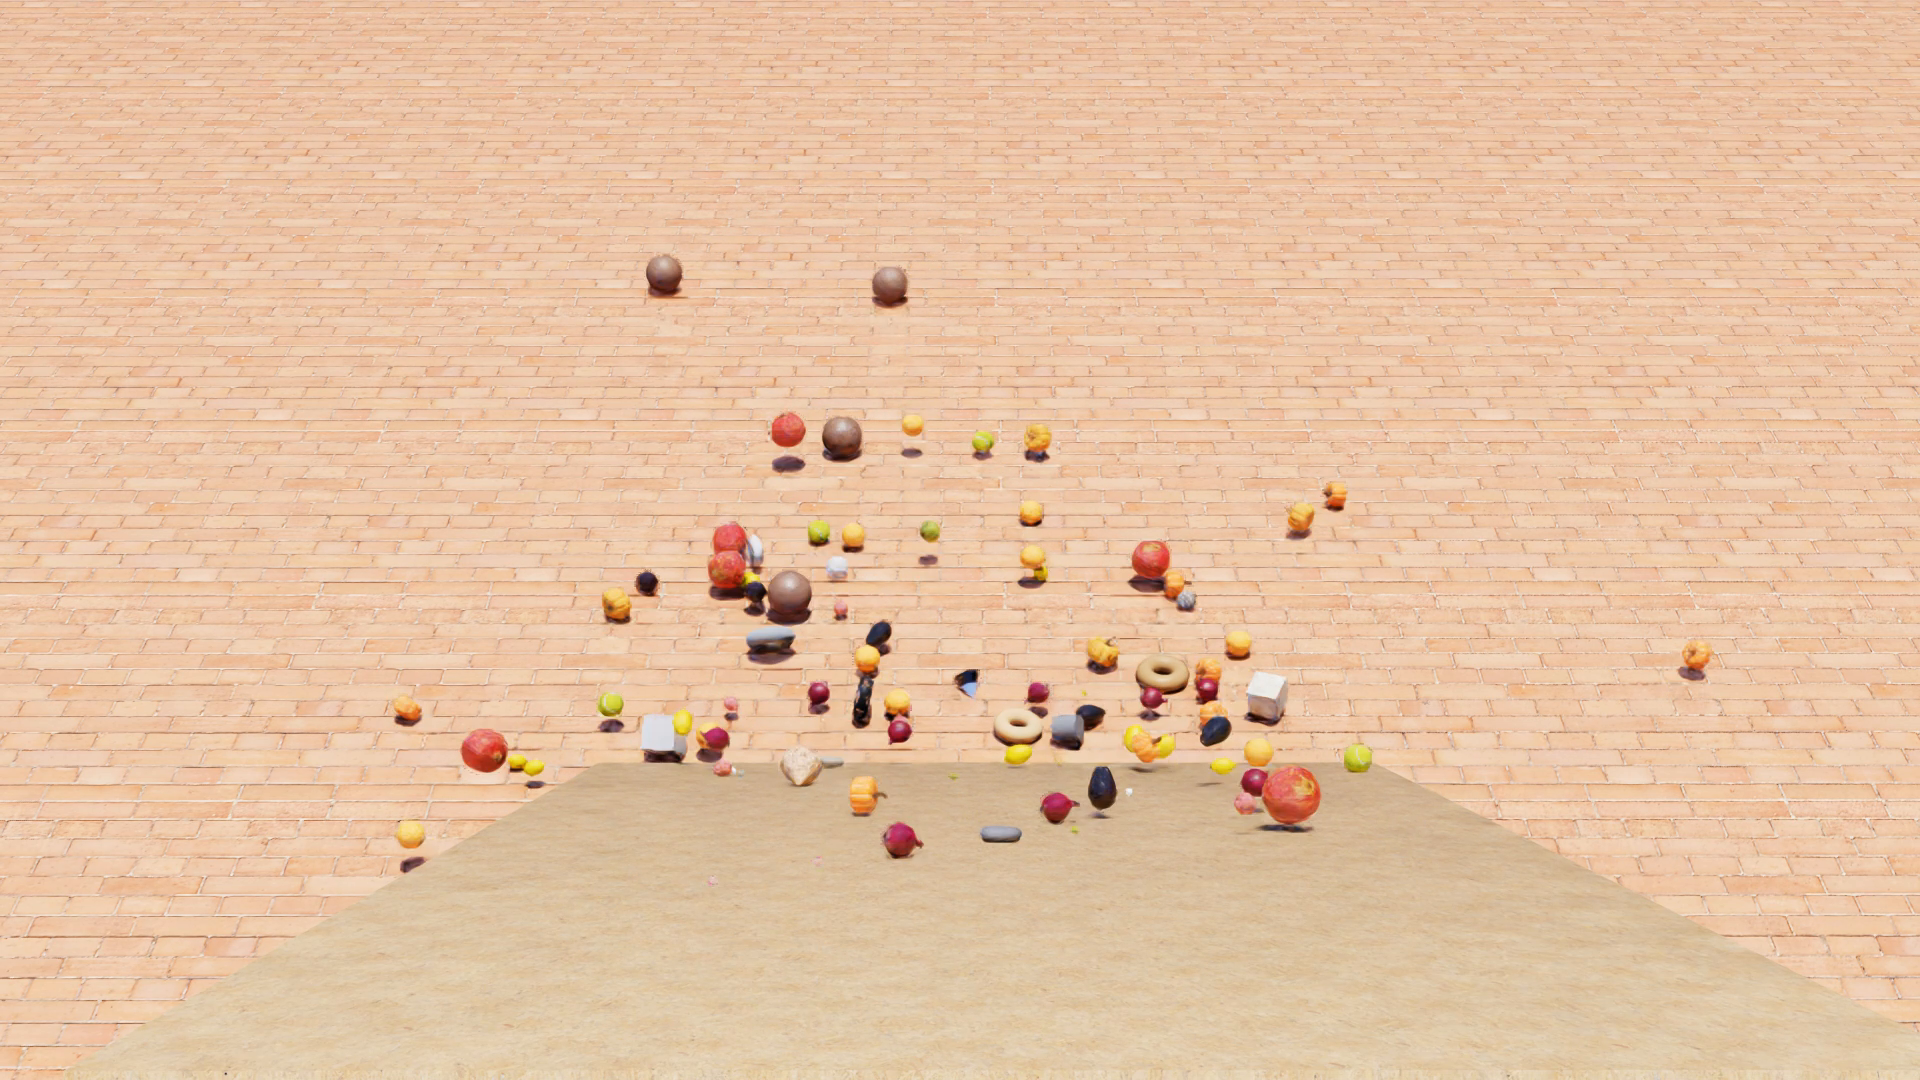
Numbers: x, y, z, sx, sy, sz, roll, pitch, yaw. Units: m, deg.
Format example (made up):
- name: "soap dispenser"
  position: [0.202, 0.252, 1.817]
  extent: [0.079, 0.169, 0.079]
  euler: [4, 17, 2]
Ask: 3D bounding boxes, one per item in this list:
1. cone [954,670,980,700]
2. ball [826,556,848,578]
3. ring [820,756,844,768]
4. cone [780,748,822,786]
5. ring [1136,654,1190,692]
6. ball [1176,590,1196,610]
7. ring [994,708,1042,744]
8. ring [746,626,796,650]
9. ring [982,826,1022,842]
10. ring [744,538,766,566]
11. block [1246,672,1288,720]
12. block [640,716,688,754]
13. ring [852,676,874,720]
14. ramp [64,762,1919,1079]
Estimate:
- name: "cone"
  position: [0.028, 0.406, 7.099]
  extent: [0.072, 0.072, 0.072]
  euler: [-9, 59, -14]
- name: "ball"
  position: [-0.361, 0.080, 7.609]
  extent: [0.067, 0.067, 0.067]
  euler: [0, 31, 0]
- name: "ring"
  position: [-0.330, 0.561, 6.544]
  extent: [0.075, 0.025, 0.075]
  euler: [1, -1, 0]
- name: "cone"
  position: [-0.371, 0.546, 5.993]
  extent: [0.097, 0.097, 0.097]
  euler: [1, 25, 1]
- name: "ring"
  position: [0.560, 0.369, 7.147]
  extent: [0.146, 0.049, 0.146]
  euler: [1, 32, 0]
- name: "ball"
  position: [0.653, 0.174, 7.463]
  extent: [0.056, 0.056, 0.056]
  euler: [0, 31, 0]
- name: "ring"
  position: [0.155, 0.498, 6.931]
  extent: [0.134, 0.045, 0.134]
  euler: [5, 31, -3]
- name: "ring"
  position: [-0.530, 0.275, 7.242]
  extent: [0.139, 0.046, 0.139]
  euler: [-7, -13, -2]
- name: "ring"
  position: [0.077, 0.550, 4.845]
  extent: [0.077, 0.026, 0.077]
  euler: [1, -2, 0]
- name: "ring"
  position: [-0.604, 0.033, 7.646]
  extent: [0.031, 0.094, 0.094]
  euler: [-32, 40, -15]
- name: "block"
  position: [0.829, 0.420, 6.982]
  extent: [0.084, 0.084, 0.084]
  euler: [11, 46, 24]
- name: "block"
  position: [-0.777, 0.514, 6.814]
  extent: [0.090, 0.090, 0.090]
  euler: [0, -12, 16]
- name: "ring"
  position: [-0.262, 0.426, 6.980]
  extent: [0.040, 0.119, 0.119]
  euler: [13, 31, -1]
- name: "ramp"
  position: [0.069, 0.612, 4.684]
  extent: [2.000, 0.100, 4.000]
  euler: [0, 0, 0]
